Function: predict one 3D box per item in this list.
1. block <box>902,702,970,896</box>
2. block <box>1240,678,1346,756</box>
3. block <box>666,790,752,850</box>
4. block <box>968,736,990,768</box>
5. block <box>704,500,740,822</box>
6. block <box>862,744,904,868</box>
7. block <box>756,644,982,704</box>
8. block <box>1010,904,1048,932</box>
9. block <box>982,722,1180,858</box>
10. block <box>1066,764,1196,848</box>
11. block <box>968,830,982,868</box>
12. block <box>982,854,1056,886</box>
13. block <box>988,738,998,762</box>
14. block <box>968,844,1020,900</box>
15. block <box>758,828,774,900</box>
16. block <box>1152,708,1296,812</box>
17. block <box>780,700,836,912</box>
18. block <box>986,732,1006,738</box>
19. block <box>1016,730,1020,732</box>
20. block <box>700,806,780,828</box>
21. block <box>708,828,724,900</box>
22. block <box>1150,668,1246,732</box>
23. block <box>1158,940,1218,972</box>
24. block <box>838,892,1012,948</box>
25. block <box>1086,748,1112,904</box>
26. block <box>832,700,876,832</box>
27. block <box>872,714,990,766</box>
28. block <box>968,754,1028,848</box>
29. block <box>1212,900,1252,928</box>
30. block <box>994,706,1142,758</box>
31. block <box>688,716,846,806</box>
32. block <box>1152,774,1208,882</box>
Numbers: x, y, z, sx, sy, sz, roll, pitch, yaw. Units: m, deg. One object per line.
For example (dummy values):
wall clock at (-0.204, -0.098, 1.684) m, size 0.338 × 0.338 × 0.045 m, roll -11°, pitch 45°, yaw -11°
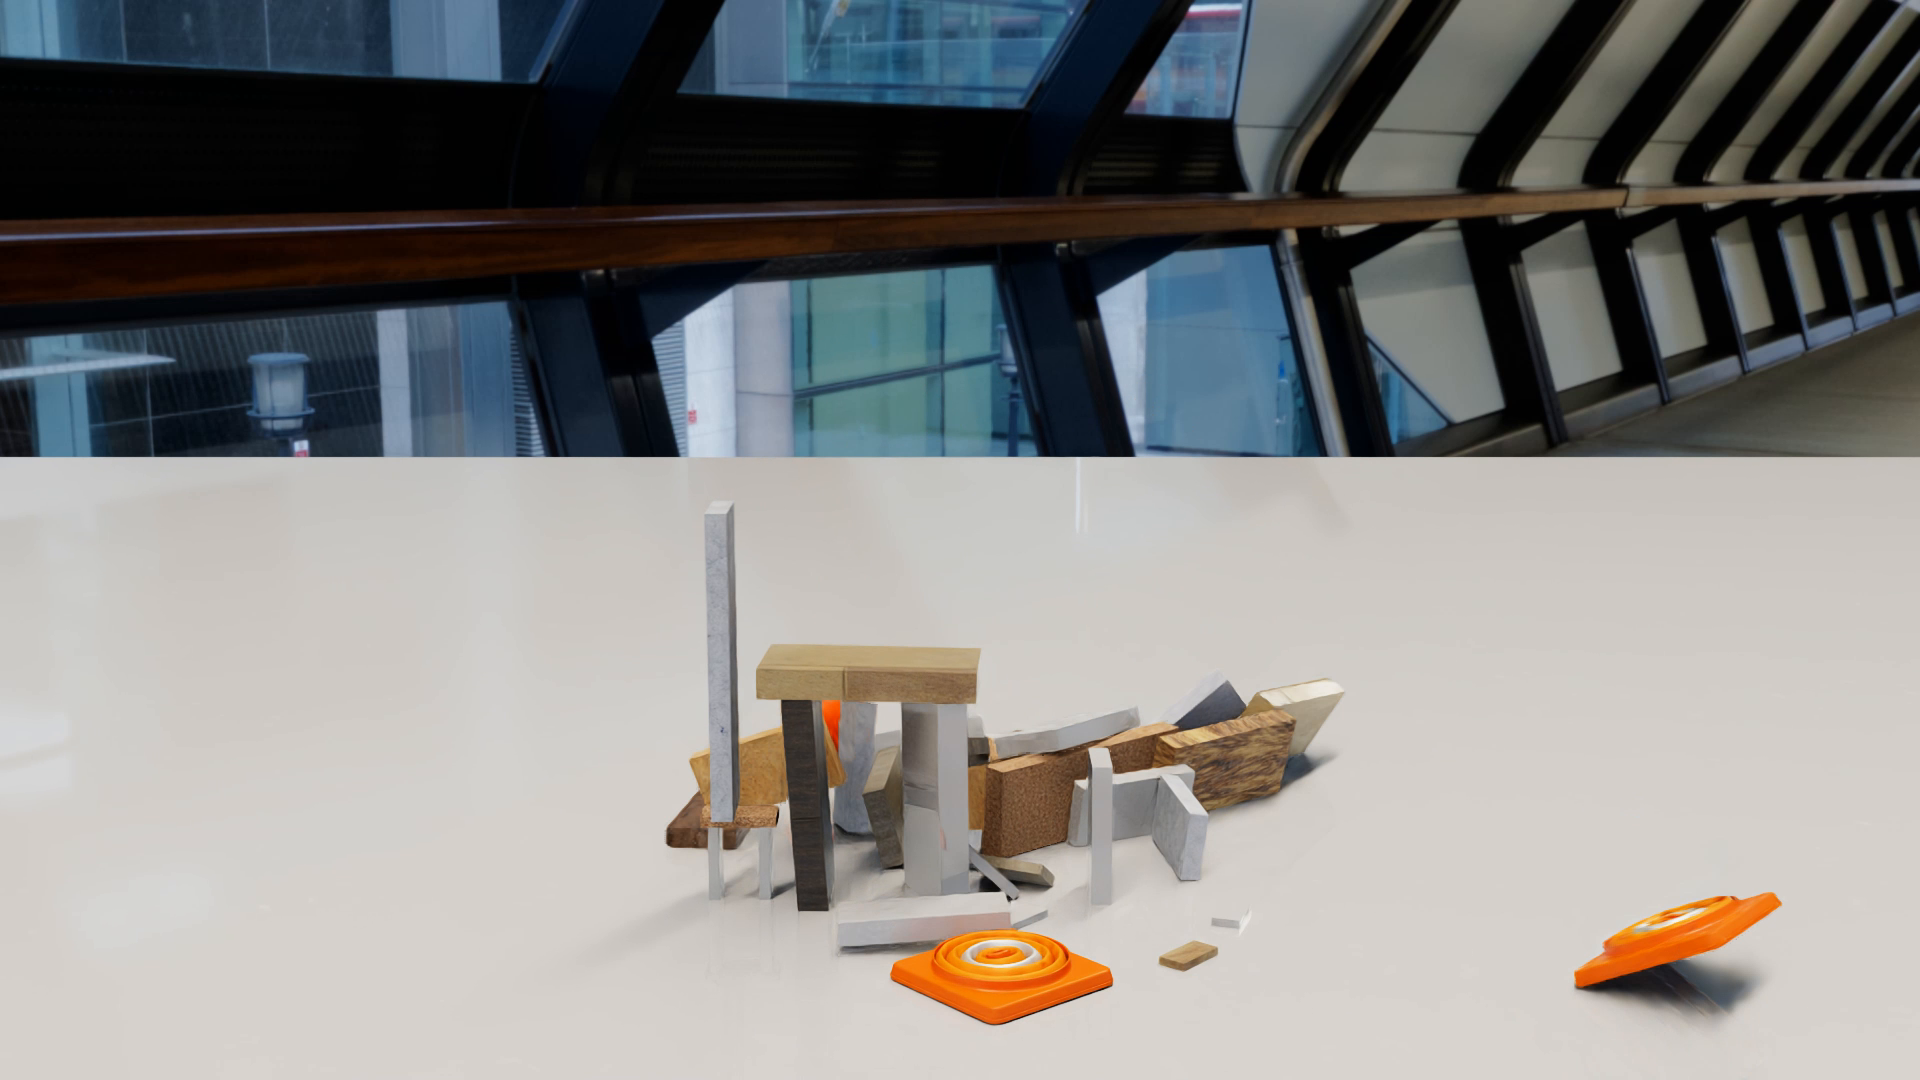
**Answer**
block at (-0.041, 0.420, 3.618) m, size 0.050 × 0.353 × 0.176 m, roll -5°, pitch 12°, yaw -20°
block at (0.635, 0.362, 4.353) m, size 0.046 × 0.161 × 0.321 m, roll 41°, pitch 24°, yaw 26°
block at (-0.442, 0.507, 4.019) m, size 0.125 × 0.035 × 0.250 m, roll 1°, pitch 11°, yaw 8°
block at (-0.021, 0.431, 4.030) m, size 0.117 × 0.033 × 0.235 m, roll -2°, pitch -31°, yaw -10°
block at (-0.389, 0.198, 3.601) m, size 0.035 × 0.510 × 0.125 m, roll 0°, pitch 11°, yaw 0°
block at (-0.121, 0.471, 3.915) m, size 0.039 × 0.138 × 0.276 m, roll -14°, pitch 9°, yaw 7°
block at (-0.145, 0.217, 3.596) m, size 0.353 × 0.050 × 0.176 m, roll 1°, pitch 11°, yaw 3°
block at (0.095, 0.608, 3.539) m, size 0.046 × 0.013 × 0.092 m, roll 9°, pitch 14°, yaw 40°
block at (0.225, 0.450, 3.980) m, size 0.444 × 0.161 × 0.046 m, roll -9°, pitch 16°, yaw -40°
block at (0.308, 0.476, 3.950) m, size 0.234 × 0.117 × 0.033 m, roll -6°, pitch 24°, yaw -27°
block at (-0.027, 0.533, 3.811) m, size 0.127 × 0.063 × 0.018 m, roll 1°, pitch -31°, yaw 7°
block at (0.090, 0.556, 3.708) m, size 0.127 × 0.018 × 0.063 m, roll 5°, pitch -24°, yaw 26°
block at (0.013, 0.425, 4.197) m, size 0.235 × 0.033 × 0.117 m, roll 13°, pitch 50°, yaw 31°
block at (0.042, 0.542, 3.647) m, size 0.127 × 0.018 × 0.063 m, roll 44°, pitch -3°, yaw -18°
block at (-0.323, 0.528, 3.658) m, size 0.018 × 0.125 × 0.063 m, roll 0°, pitch 11°, yaw 0°
block at (0.487, 0.422, 4.115) m, size 0.321 × 0.161 × 0.046 m, roll -8°, pitch 29°, yaw -38°
block at (-0.250, 0.415, 3.640) m, size 0.050 × 0.353 × 0.176 m, roll -4°, pitch 10°, yaw 1°
block at (0.037, 0.429, 4.268) m, size 0.276 × 0.039 × 0.138 m, roll 0°, pitch 28°, yaw 20°
block at (0.136, 0.436, 4.400) m, size 0.126 × 0.036 × 0.253 m, roll 3°, pitch 11°, yaw 18°
block at (-0.365, 0.458, 3.645) m, size 0.125 × 0.018 × 0.063 m, roll 0°, pitch 11°, yaw 0°
block at (-0.406, 0.528, 3.658) m, size 0.018 × 0.125 × 0.063 m, roll 0°, pitch 11°, yaw 0°
block at (0.423, 0.363, 4.194) m, size 0.253 × 0.126 × 0.036 m, roll -39°, pitch 50°, yaw 0°
block at (0.351, 0.638, 3.375) m, size 0.046 × 0.013 × 0.092 m, roll 9°, pitch 14°, yaw 40°
block at (-0.057, 0.595, 3.458) m, size 0.266 × 0.038 × 0.133 m, roll -4°, pitch 4°, yaw -2°
block at (0.232, 0.474, 3.652) m, size 0.033 × 0.234 × 0.117 m, roll 0°, pitch 11°, yaw 0°
block at (-0.190, 0.386, 3.987) m, size 0.038 × 0.266 × 0.133 m, roll 3°, pitch 1°, yaw -15°
block at (-0.078, 0.413, 4.146) m, size 0.265 × 0.117 × 0.033 m, roll -11°, pitch -16°, yaw 7°
block at (0.072, 0.466, 3.943) m, size 0.276 × 0.138 × 0.039 m, roll -10°, pitch -1°, yaw -44°
block at (0.439, 0.604, 3.556) m, size 0.046 × 0.013 × 0.092 m, roll 4°, pitch 11°, yaw 19°
block at (0.200, 0.352, 4.026) m, size 0.133 × 0.038 × 0.287 m, roll -12°, pitch -2°, yaw 35°
block at (-0.342, 0.406, 3.911) m, size 0.250 × 0.125 × 0.035 m, roll -18°, pitch 12°, yaw 10°
block at (0.382, 0.499, 3.831) m, size 0.033 × 0.117 × 0.234 m, roll 6°, pitch 10°, yaw -8°
